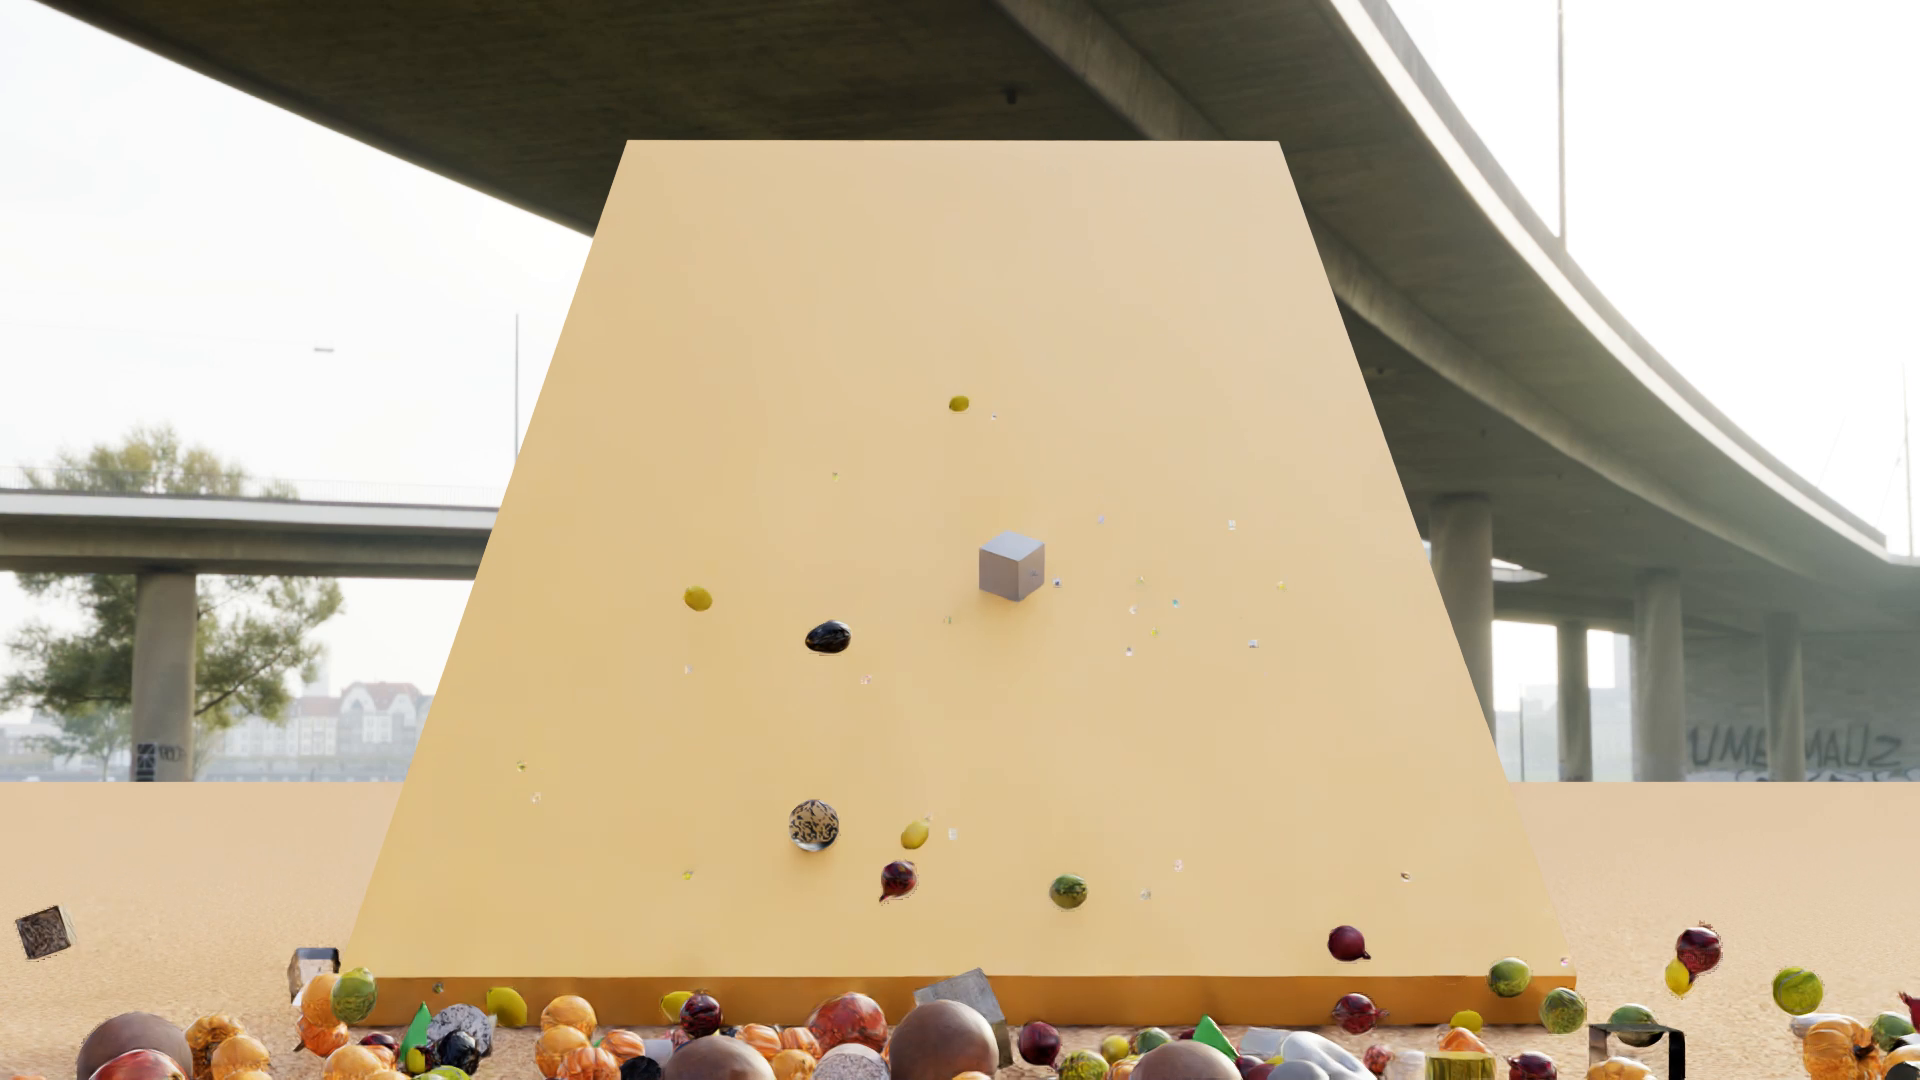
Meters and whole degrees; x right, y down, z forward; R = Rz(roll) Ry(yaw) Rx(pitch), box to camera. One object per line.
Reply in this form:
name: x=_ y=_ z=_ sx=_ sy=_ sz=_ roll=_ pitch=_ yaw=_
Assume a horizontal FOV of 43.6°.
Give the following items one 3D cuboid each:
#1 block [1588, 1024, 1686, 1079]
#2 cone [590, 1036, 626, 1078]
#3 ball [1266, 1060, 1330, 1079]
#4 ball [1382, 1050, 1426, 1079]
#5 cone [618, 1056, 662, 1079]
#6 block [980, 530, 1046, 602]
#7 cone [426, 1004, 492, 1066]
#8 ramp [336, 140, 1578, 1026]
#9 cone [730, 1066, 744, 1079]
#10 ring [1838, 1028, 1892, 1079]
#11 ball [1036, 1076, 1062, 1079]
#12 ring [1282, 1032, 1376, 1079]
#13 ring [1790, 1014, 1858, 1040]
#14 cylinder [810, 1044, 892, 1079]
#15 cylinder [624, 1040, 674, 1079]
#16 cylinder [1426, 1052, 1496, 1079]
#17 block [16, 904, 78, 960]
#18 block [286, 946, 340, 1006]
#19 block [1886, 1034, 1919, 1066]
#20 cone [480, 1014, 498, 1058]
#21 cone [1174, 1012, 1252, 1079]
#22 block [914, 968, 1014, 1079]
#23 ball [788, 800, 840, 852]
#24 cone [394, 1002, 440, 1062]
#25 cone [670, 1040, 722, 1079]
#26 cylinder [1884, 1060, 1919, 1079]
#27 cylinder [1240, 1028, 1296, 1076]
block: x=0.845 y=0.656 z=2.997 sx=0.091 sy=0.091 sz=0.091 roll=0 pitch=-6 yaw=-5
cone: x=-0.474 y=0.705 z=3.264 sx=0.055 sy=0.055 sz=0.055 roll=0 pitch=-15 yaw=-3
ball: x=0.386 y=0.634 z=2.735 sx=0.082 sy=0.082 sz=0.082 roll=0 pitch=-6 yaw=0
ball: x=0.547 y=0.653 z=2.894 sx=0.075 sy=0.075 sz=0.075 roll=0 pitch=-6 yaw=0
cone: x=-0.406 y=0.694 z=3.052 sx=0.057 sy=0.057 sz=0.057 roll=0 pitch=-32 yaw=-4
block: x=0.108 y=0.053 z=4.947 sx=0.097 sy=0.097 sz=0.097 roll=19 pitch=34 yaw=31
cone: x=-0.711 y=0.723 z=3.430 sx=0.091 sy=0.091 sz=0.091 roll=0 pitch=-32 yaw=-3
ramp: x=-0.012 y=-0.218 z=5.643 sx=2.000 sy=0.100 sz=4.000 roll=0 pitch=29 yaw=0
cone: x=-0.270 y=0.663 z=2.902 sx=0.056 sy=0.056 sz=0.056 roll=1 pitch=-5 yaw=0
ring: x=1.081 y=0.624 z=2.837 sx=0.035 sy=0.106 sz=0.106 roll=-41 pitch=-15 yaw=9
ball: x=0.102 y=0.645 z=2.748 sx=0.062 sy=0.062 sz=0.062 roll=0 pitch=-6 yaw=0
ring: x=0.452 y=0.648 z=2.916 sx=0.136 sy=0.045 sz=0.136 roll=31 pitch=6 yaw=-4
ring: x=1.344 y=0.757 z=3.734 sx=0.100 sy=0.033 sz=0.100 roll=-1 pitch=-7 yaw=0
cylinder: x=-0.126 y=0.630 z=2.748 sx=0.094 sy=0.094 sz=0.094 roll=0 pitch=-6 yaw=1
cylinder: x=-0.411 y=0.689 z=3.165 sx=0.057 sy=0.057 sz=0.057 roll=0 pitch=-6 yaw=1
cylinder: x=0.584 y=0.641 z=2.797 sx=0.080 sy=0.080 sz=0.080 roll=0 pitch=-6 yaw=0
block: x=-1.640 y=0.705 z=4.311 sx=0.076 sy=0.076 sz=0.076 roll=-19 pitch=-4 yaw=-12
block: x=-1.117 y=0.755 z=4.155 sx=0.071 sy=0.071 sz=0.071 roll=4 pitch=-43 yaw=-31
block: x=1.173 y=0.650 z=2.932 sx=0.064 sy=0.064 sz=0.064 roll=4 pitch=32 yaw=-37
cone: x=-0.687 y=0.706 z=3.475 sx=0.061 sy=0.061 sz=0.061 roll=-3 pitch=28 yaw=29
cone: x=0.306 y=0.676 z=3.081 sx=0.099 sy=0.099 sz=0.099 roll=-38 pitch=-6 yaw=-1
block: x=0.005 y=0.630 z=3.097 sx=0.093 sy=0.093 sz=0.093 roll=-19 pitch=41 yaw=-11
ball: x=-0.253 y=0.494 z=4.154 sx=0.089 sy=0.089 sz=0.089 roll=0 pitch=-6 yaw=0
cone: x=-0.772 y=0.705 z=3.450 sx=0.082 sy=0.082 sz=0.082 roll=0 pitch=-6 yaw=0
cone: x=-0.346 y=0.703 z=3.165 sx=0.067 sy=0.067 sz=0.067 roll=0 pitch=-32 yaw=-1
cylinder: x=1.069 y=0.610 z=2.604 sx=0.091 sy=0.091 sz=0.091 roll=0 pitch=-5 yaw=-16
cylinder: x=0.424 y=0.694 z=3.249 sx=0.063 sy=0.063 sz=0.063 roll=5 pitch=-7 yaw=-40
